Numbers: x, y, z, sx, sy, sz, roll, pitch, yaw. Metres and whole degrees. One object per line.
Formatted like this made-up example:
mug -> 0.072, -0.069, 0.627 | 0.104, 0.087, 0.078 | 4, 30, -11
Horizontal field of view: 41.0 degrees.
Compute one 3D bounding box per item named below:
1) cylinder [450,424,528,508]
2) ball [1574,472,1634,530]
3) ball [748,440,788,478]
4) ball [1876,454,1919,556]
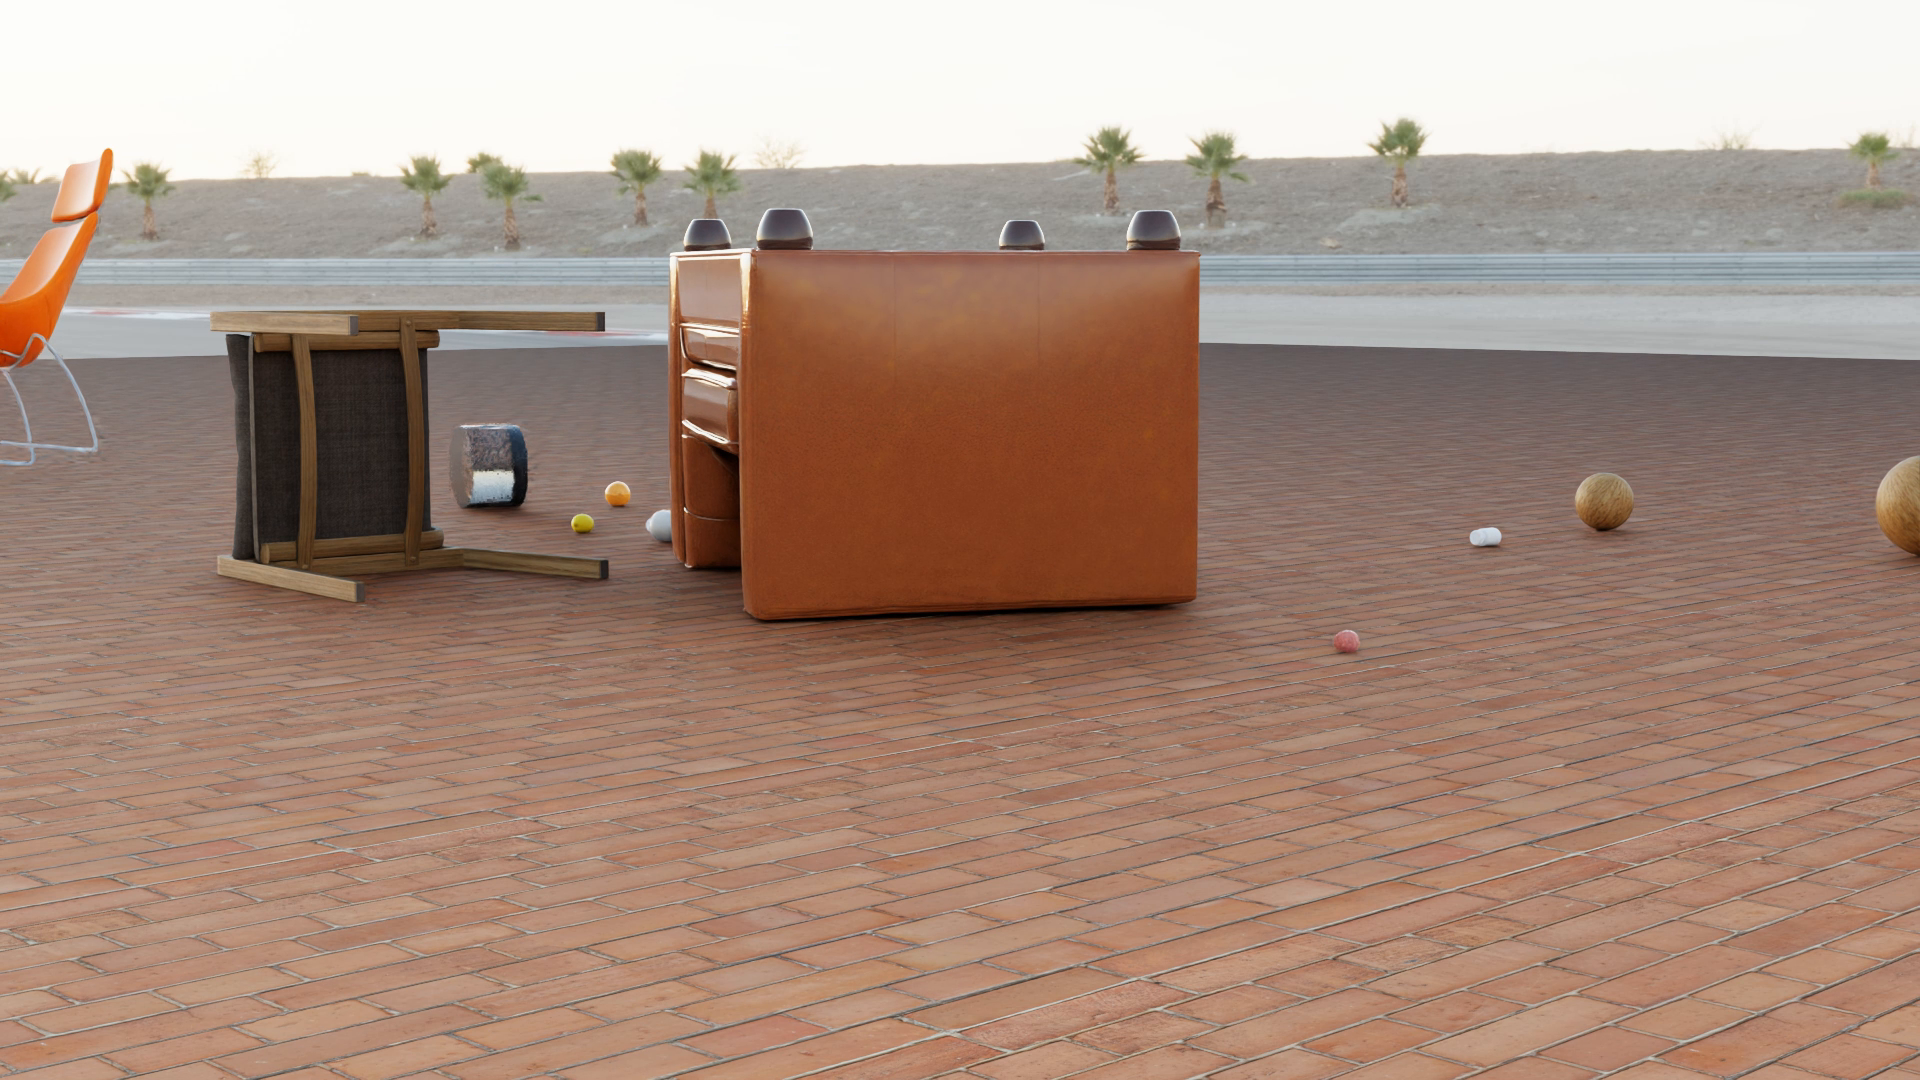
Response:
cylinder -> -1.346, -0.211, 7.323 | 0.160, 0.235, 0.220 | -3, -13, -29
ball -> 1.671, -0.100, 6.653 | 0.150, 0.150, 0.150 | 0, 6, 0
ball -> -0.625, -0.262, 8.343 | 0.126, 0.126, 0.126 | 0, 6, 0
ball -> 2.275, -0.081, 6.017 | 0.242, 0.242, 0.242 | 0, 6, 0
